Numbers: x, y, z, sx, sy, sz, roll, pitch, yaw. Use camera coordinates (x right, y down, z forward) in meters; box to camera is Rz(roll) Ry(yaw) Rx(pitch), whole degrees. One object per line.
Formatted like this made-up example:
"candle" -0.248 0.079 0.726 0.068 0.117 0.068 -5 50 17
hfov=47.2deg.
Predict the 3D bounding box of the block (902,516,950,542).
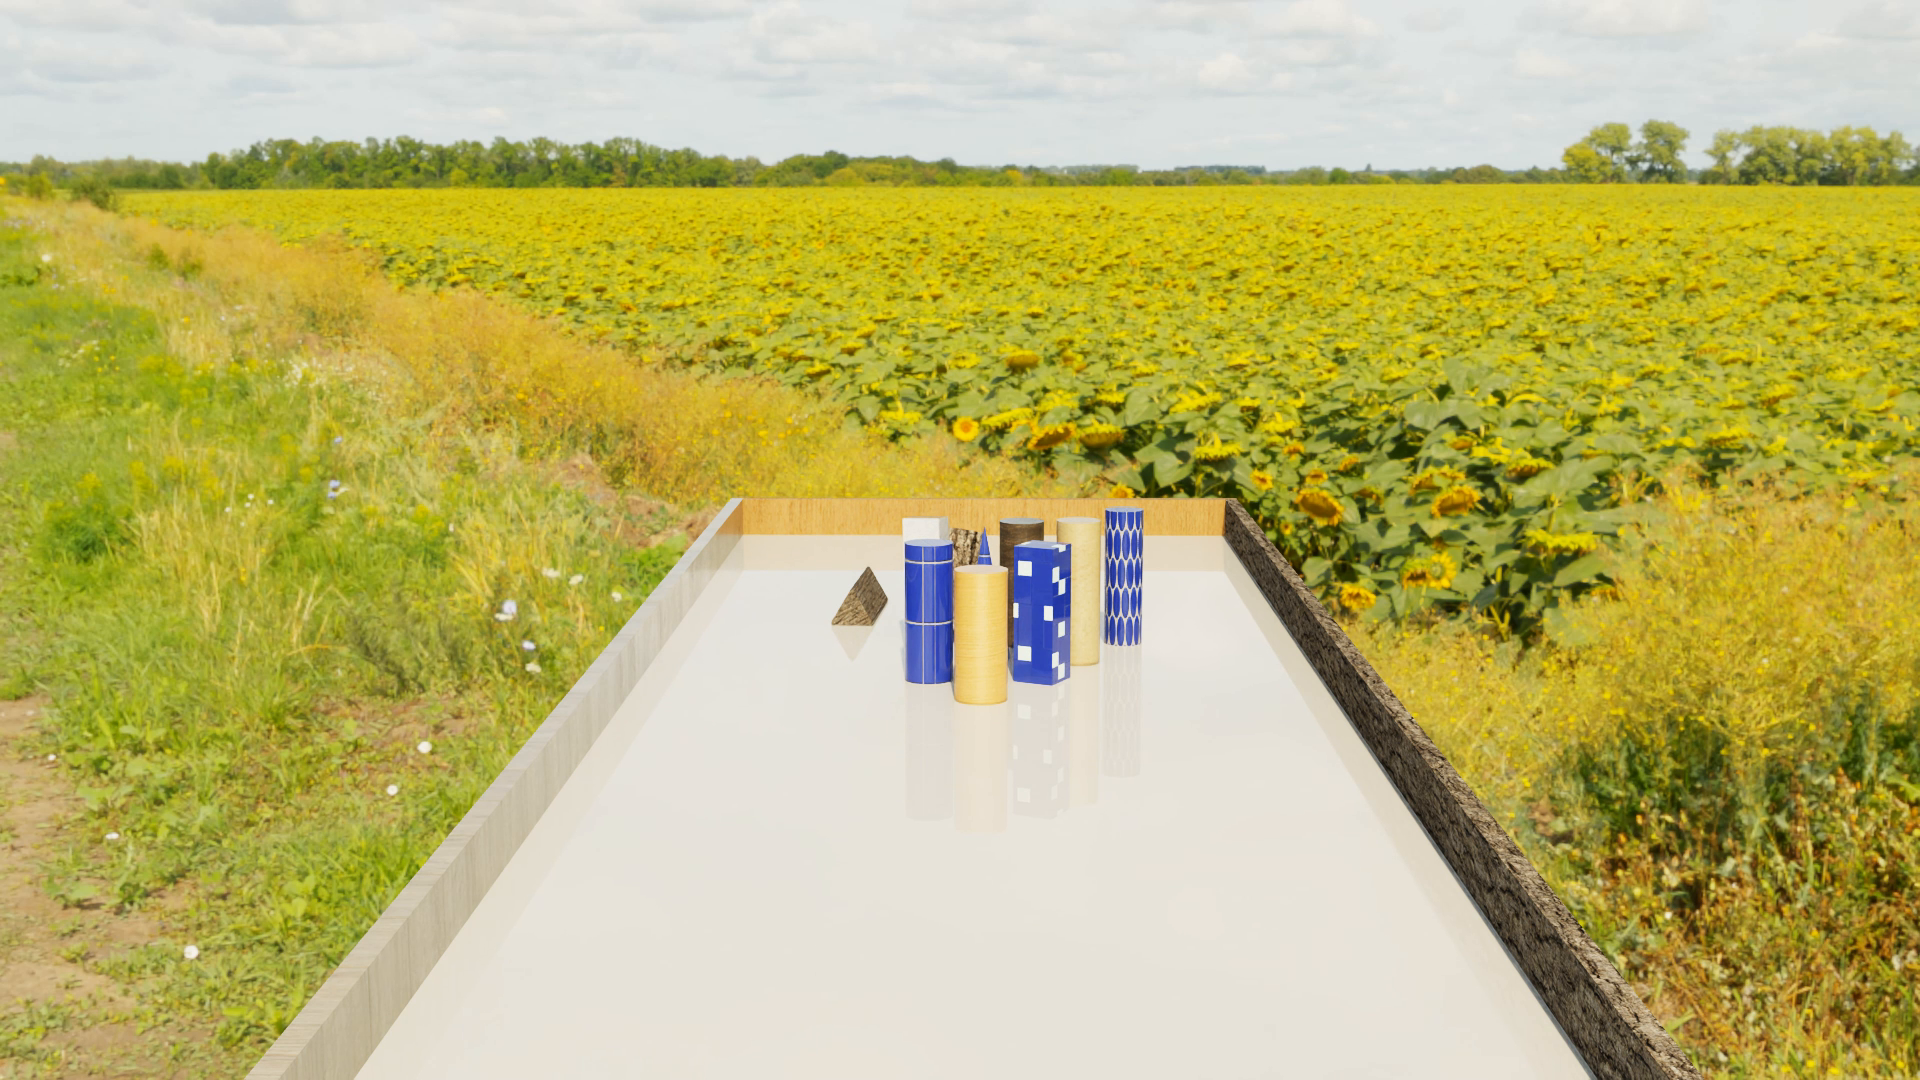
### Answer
"block" -0.103 0.131 6.852 0.116 0.405 0.116 0 5 15

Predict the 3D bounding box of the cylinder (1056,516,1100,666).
"cylinder" 0.357 0.155 6.643 0.134 0.435 0.134 0 9 0

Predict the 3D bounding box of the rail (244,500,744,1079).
"rail" -1.004 0.839 3.234 0.050 0.150 12.000 0 9 1

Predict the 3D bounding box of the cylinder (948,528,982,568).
"cylinder" -0.020 0.134 7.013 0.155 0.329 0.155 8 -6 1

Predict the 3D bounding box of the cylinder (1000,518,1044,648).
"cylinder" 0.193 0.134 6.911 0.141 0.393 0.141 0 9 0

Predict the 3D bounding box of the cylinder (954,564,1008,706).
"cylinder" 0.059 0.265 6.153 0.149 0.371 0.149 0 9 0

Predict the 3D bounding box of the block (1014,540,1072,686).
"block" 0.240 0.211 6.403 0.125 0.399 0.125 5 10 27

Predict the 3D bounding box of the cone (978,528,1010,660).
"cone" 0.074 0.159 6.698 0.161 0.410 0.161 0 9 0

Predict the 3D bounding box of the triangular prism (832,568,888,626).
"triangular prism" -0.337 0.185 7.441 0.137 0.119 0.445 1 9 5

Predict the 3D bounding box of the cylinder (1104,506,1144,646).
"cylinder" 0.515 0.114 6.933 0.121 0.425 0.121 0 9 0

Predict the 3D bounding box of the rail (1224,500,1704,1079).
"rail" 1.046 0.843 3.208 0.050 0.150 12.000 0 9 1

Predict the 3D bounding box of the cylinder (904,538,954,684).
"cylinder" -0.091 0.208 6.400 0.142 0.406 0.142 0 9 0

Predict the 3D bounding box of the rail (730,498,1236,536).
"rail" 0.099 -0.098 9.147 2.100 0.150 0.050 0 9 1
